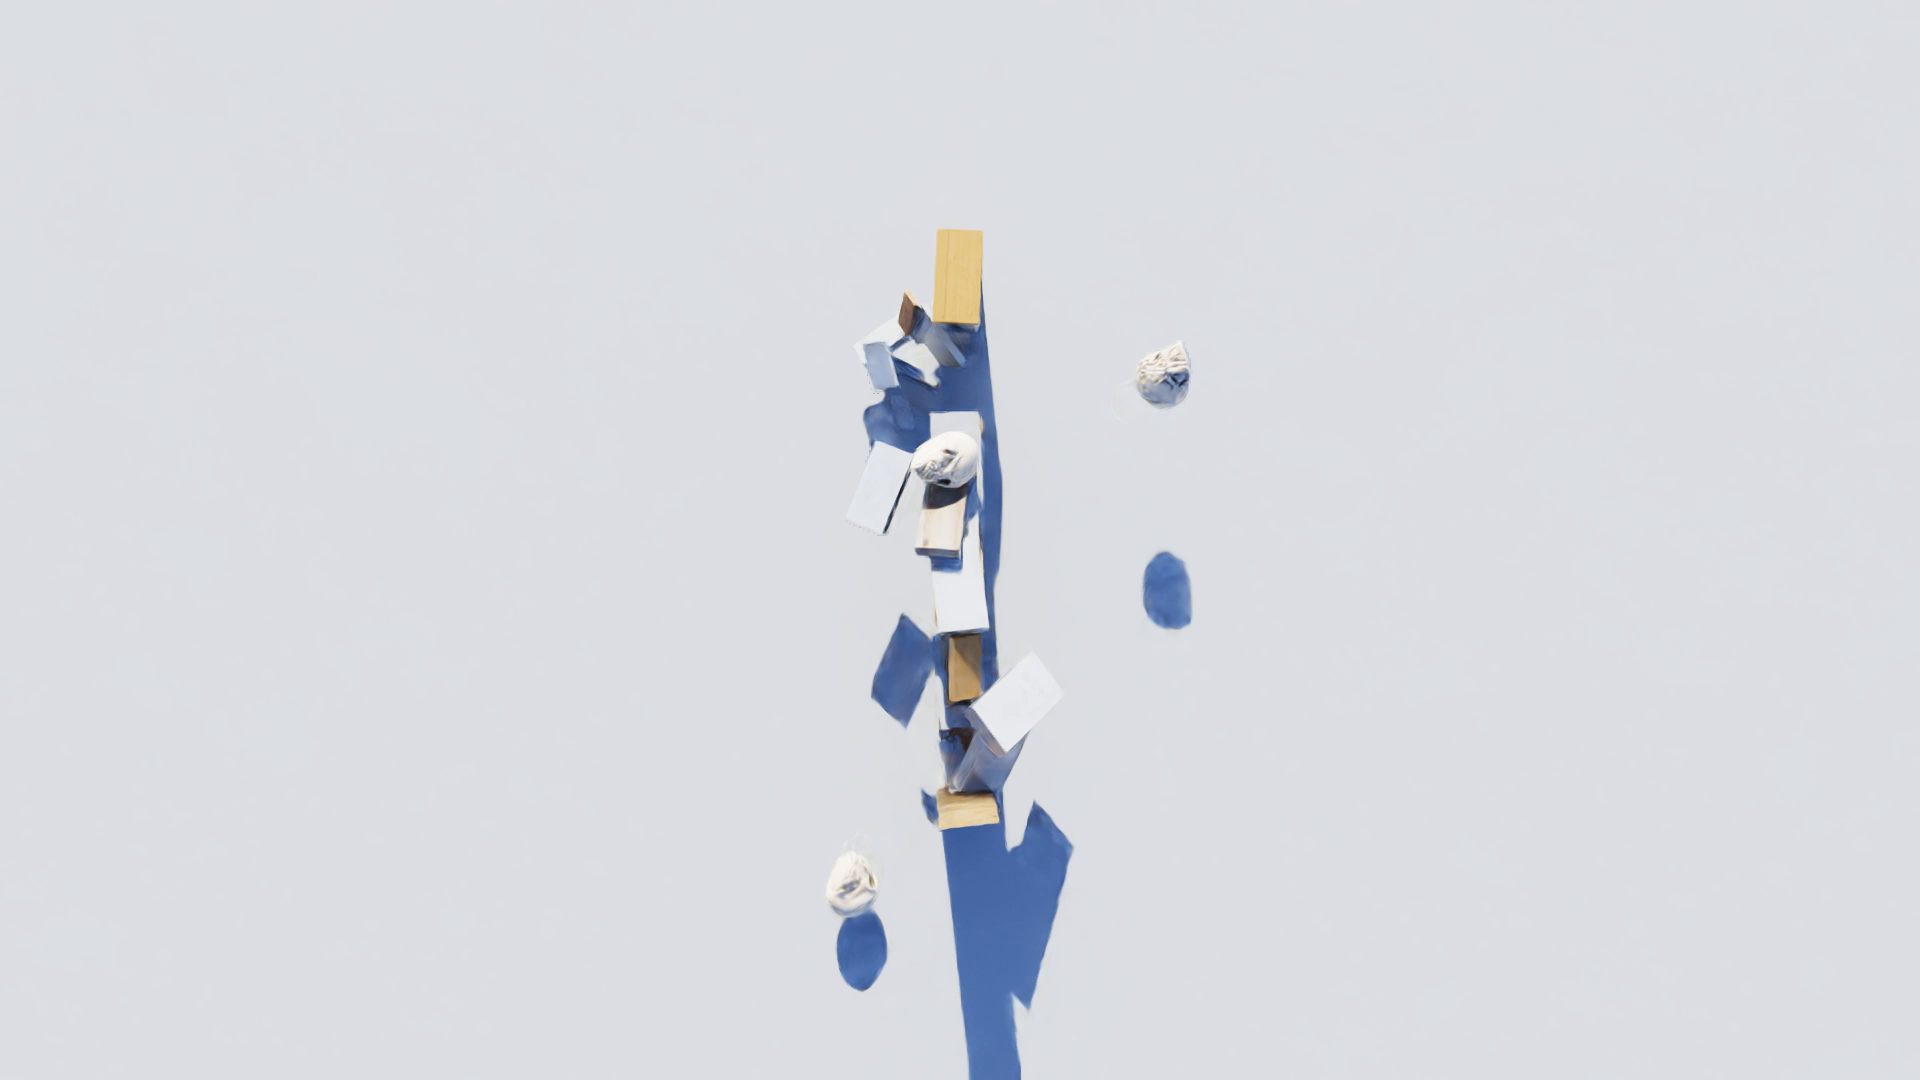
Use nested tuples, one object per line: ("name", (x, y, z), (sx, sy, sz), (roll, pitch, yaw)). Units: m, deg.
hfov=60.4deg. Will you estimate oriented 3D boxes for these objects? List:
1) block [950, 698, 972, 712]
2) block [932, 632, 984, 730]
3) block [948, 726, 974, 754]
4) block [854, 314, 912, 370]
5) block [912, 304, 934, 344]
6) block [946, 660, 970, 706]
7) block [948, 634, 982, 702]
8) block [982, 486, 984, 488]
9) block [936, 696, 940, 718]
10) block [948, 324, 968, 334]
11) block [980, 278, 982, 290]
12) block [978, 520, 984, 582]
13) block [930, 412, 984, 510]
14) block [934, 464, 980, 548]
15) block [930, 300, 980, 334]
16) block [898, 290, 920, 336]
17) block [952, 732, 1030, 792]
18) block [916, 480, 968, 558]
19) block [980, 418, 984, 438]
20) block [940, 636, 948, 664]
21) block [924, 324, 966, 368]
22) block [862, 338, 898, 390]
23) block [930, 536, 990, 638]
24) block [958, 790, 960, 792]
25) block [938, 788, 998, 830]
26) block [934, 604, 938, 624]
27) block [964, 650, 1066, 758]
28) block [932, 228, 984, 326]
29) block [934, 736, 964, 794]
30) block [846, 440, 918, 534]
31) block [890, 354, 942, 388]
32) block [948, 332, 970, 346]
("block", (0.001, 0.504, 5.090), (0.069, 0.139, 0.020), (-6, 71, 3))
("block", (0.000, 0.438, 5.182), (0.149, 0.042, 0.297), (-5, 90, 0))
("block", (0.003, 0.675, 5.424), (0.084, 0.167, 0.024), (0, 125, 0))
("block", (-0.236, -0.649, 5.329), (0.210, 0.030, 0.105), (-34, 48, 7))
("block", (-0.121, -0.682, 5.207), (0.019, 0.136, 0.068), (-26, 78, -32))
("block", (-0.007, 0.432, 5.012), (0.069, 0.020, 0.139), (-2, 89, 1))
("block", (0.015, 0.381, 4.955), (0.098, 0.028, 0.195), (-8, 104, -33))
("block", (-0.004, -0.152, 5.346), (0.153, 0.307, 0.043), (0, 92, 0))
("block", (-0.002, 0.541, 5.351), (0.148, 0.297, 0.042), (0, 90, 0))
("block", (0.001, -0.739, 5.360), (0.065, 0.018, 0.130), (10, 90, 2))
("block", (-0.001, -0.874, 5.283), (0.142, 0.431, 0.040), (0, 85, 0))
("block", (-0.003, 0.066, 5.152), (0.149, 0.372, 0.042), (-1, 126, 0))
("block", (-0.010, -0.246, 5.168), (0.153, 0.043, 0.307), (-3, 91, 0))
("block", (-0.010, -0.101, 5.101), (0.131, 0.037, 0.262), (-3, 80, 4))
("block", (-0.011, -0.715, 5.209), (0.142, 0.283, 0.040), (23, 91, 2))
("block", (-0.163, -0.714, 5.201), (0.019, 0.136, 0.068), (-16, 58, -25))
("block", (0.120, 0.637, 5.194), (0.173, 0.049, 0.347), (4, 120, -39))
("block", (-0.053, -0.065, 4.998), (0.131, 0.037, 0.262), (4, 51, 5))
("block", (-0.003, -0.363, 5.346), (0.153, 0.307, 0.043), (0, 90, 0))
("block", (-0.007, 0.332, 5.067), (0.098, 0.195, 0.028), (-3, 64, 0))
("block", (-0.073, -0.648, 5.390), (0.030, 0.105, 0.210), (-57, 135, -18))
("block", (-0.224, -0.492, 4.635), (0.068, 0.019, 0.136), (-9, 106, 22))
("block", (-0.006, 0.138, 4.952), (0.149, 0.042, 0.299), (-6, 66, -2))
("block", (0.002, 0.769, 5.418), (0.084, 0.167, 0.024), (-7, 113, 0))
("block", (0.019, 0.827, 5.155), (0.173, 0.686, 0.049), (-6, 87, -1))
("block", (-0.003, 0.196, 5.093), (0.149, 0.299, 0.042), (-1, 104, 0))
("block", (0.169, 0.500, 5.054), (0.173, 0.347, 0.049), (53, 135, -2))
("block", (-0.007, -0.805, 5.046), (0.142, 0.040, 0.283), (3, 89, 0))
("block", (-0.018, 0.723, 5.312), (0.084, 0.024, 0.167), (-17, 87, -10))
("block", (-0.245, -0.163, 5.125), (0.131, 0.037, 0.262), (22, 91, 18))
("block", (-0.165, -0.562, 5.443), (0.210, 0.105, 0.030), (27, 93, 2))
("block", (-0.004, -0.671, 5.434), (0.065, 0.130, 0.018), (0, 76, 1))
